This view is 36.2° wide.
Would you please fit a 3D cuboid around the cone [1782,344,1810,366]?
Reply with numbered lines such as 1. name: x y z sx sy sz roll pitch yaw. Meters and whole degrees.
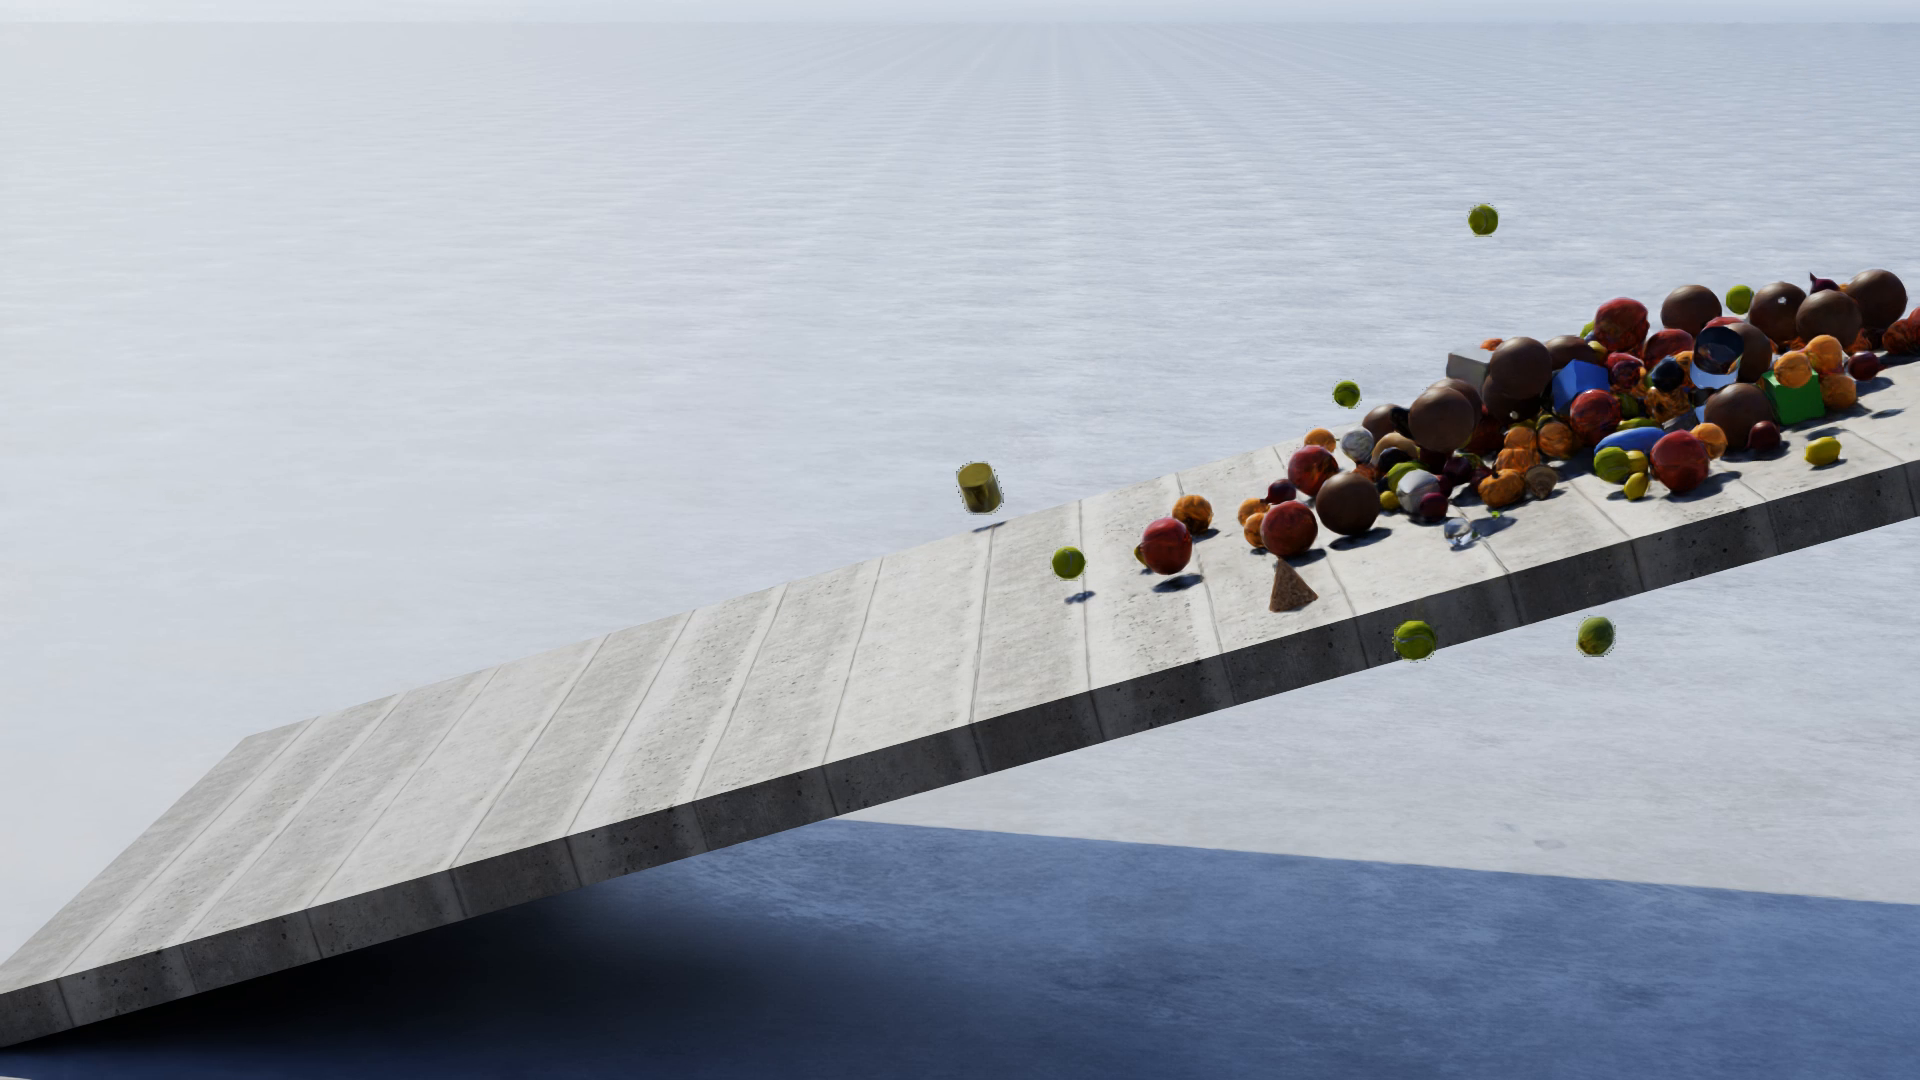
1. cone: 1.782 -0.376 6.255 0.065 0.065 0.065 19 13 4

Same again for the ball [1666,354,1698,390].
1. ball: 1.567 -0.360 6.354 0.085 0.085 0.085 0 11 0

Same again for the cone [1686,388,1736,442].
1. cone: 1.468 -0.237 5.753 0.097 0.097 0.097 5 -13 1

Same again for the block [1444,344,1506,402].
1. block: 1.129 -0.365 6.457 0.092 0.092 0.092 19 25 32

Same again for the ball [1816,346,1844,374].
1. ball: 1.811 -0.375 6.124 0.054 0.054 0.054 0 11 0

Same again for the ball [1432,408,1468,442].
1. ball: 1.099 -0.259 6.600 0.077 0.077 0.077 0 11 0

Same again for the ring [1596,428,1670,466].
1. ring: 1.318 -0.182 5.768 0.145 0.048 0.145 -8 -14 -2

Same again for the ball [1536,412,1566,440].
1. ball: 1.232 -0.237 6.133 0.059 0.059 0.059 0 11 0

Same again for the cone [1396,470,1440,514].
1. cone: 0.911 -0.096 5.907 0.090 0.090 0.090 4 4 21

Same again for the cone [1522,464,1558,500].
1. cone: 1.142 -0.099 5.774 0.070 0.070 0.070 1 40 7

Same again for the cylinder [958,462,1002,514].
1. cylinder: 0.049 -0.130 7.369 0.091 0.091 0.091 -12 39 10

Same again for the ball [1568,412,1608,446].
1. ball: 1.305 -0.234 6.114 0.079 0.079 0.079 0 11 0

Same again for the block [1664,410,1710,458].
1. block: 1.424 -0.209 5.771 0.064 0.064 0.064 -27 5 15

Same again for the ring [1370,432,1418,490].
1. ring: 0.927 -0.170 6.284 0.041 0.124 0.124 11 3 -36

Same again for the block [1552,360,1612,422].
1. block: 1.277 -0.308 6.047 0.082 0.082 0.082 13 -33 -20

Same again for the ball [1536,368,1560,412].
1. ball: 1.254 -0.310 6.156 0.096 0.096 0.096 0 11 0

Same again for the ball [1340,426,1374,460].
1. ball: 0.837 -0.202 6.195 0.072 0.072 0.072 0 11 0

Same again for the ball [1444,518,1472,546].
1. ball: 0.943 -0.016 5.578 0.053 0.053 0.053 0 11 0

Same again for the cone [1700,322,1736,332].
1. cone: 1.613 -0.450 6.283 0.067 0.067 0.067 29 23 24

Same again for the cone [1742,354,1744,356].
1. cone: 1.686 -0.399 6.463 0.062 0.062 0.062 -34 4 12

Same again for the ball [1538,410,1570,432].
1. ball: 1.270 -0.257 6.285 0.066 0.066 0.066 0 11 0

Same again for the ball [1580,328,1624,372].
1. ball: 1.404 -0.413 6.434 0.097 0.097 0.097 0 11 0

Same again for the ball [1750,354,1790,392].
1. ball: 1.655 -0.340 6.002 0.082 0.082 0.082 0 11 0

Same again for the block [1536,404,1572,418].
1. block: 1.305 -0.291 6.399 0.062 0.062 0.062 39 -8 -19

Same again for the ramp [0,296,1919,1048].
1. ramp: 0.090 0.187 6.320 4.000 0.100 2.000 -16 10 5

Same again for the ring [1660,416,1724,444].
1. ring: 1.468 -0.226 5.904 0.128 0.043 0.128 -16 11 3

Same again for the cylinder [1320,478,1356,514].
1. cylinder: 0.798 -0.094 6.222 0.062 0.062 0.062 5 14 23

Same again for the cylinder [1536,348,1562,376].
1. cylinder: 1.299 -0.393 6.487 0.054 0.054 0.054 6 15 -2

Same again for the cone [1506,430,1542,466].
1. cone: 1.185 -0.173 6.097 0.083 0.083 0.083 -3 34 -16

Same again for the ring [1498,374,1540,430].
1. ring: 1.244 -0.305 6.507 0.043 0.128 0.128 17 0 -34

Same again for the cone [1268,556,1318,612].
1. cone: 0.611 0.073 5.507 0.097 0.097 0.097 -16 10 3

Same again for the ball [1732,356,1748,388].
1. ball: 1.638 -0.365 6.275 0.082 0.082 0.082 0 11 0

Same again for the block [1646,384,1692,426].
1. block: 1.460 -0.268 6.004 0.069 0.069 0.069 -41 17 -13

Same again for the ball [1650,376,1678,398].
1. ball: 1.466 -0.311 6.114 0.060 0.060 0.060 0 11 0

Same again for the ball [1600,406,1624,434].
1. ball: 1.364 -0.252 6.174 0.057 0.057 0.057 0 11 0

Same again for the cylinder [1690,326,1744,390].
1. cylinder: 1.476 -0.352 5.741 0.092 0.092 0.092 -2 53 3

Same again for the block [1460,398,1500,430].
1. block: 1.183 -0.301 6.696 0.076 0.076 0.076 -15 10 10

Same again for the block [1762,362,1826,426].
1. block: 1.641 -0.287 5.787 0.087 0.087 0.087 -16 19 6
